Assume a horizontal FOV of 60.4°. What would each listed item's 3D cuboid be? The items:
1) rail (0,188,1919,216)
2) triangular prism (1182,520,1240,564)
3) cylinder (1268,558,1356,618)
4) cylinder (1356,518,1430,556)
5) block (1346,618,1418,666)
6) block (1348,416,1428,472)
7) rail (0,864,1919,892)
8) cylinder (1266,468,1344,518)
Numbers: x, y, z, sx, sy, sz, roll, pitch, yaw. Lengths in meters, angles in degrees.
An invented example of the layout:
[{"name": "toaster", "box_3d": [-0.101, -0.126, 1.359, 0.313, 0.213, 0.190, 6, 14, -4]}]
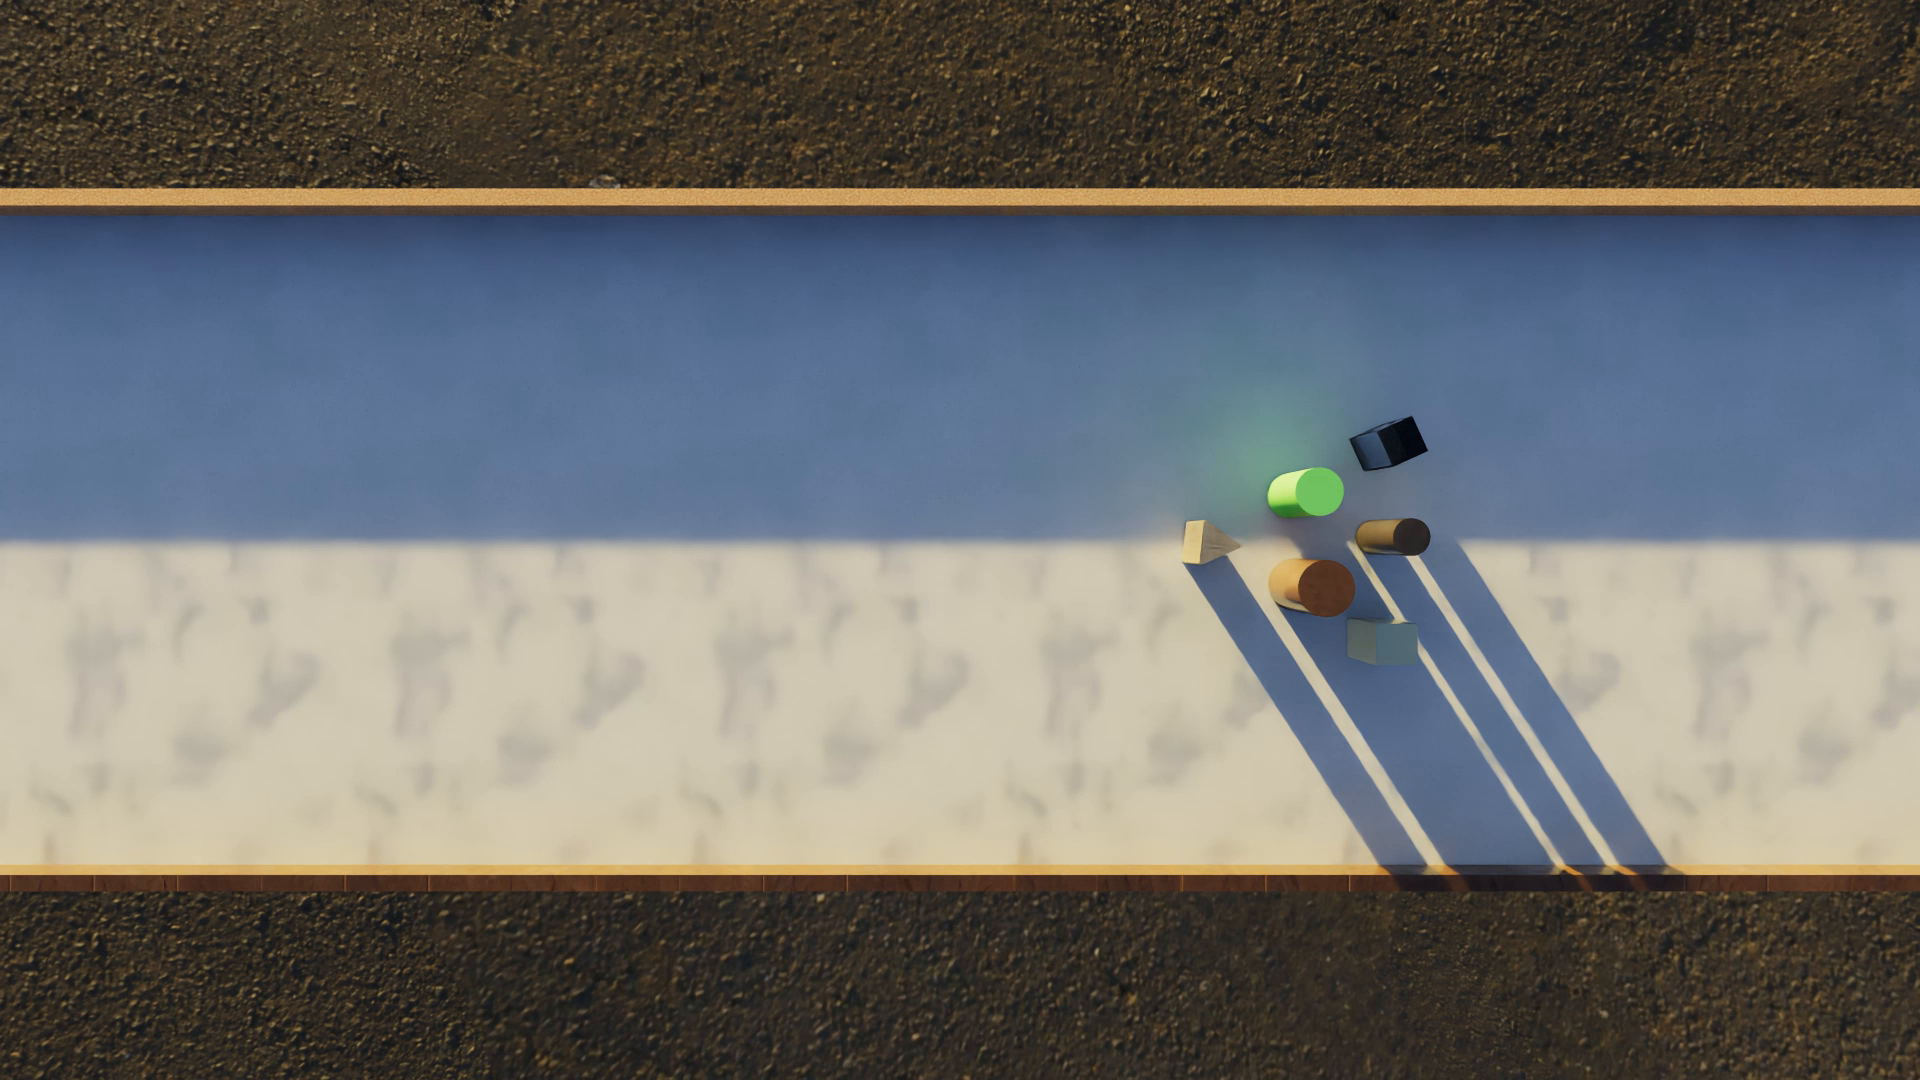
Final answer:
[{"name": "rail", "box_3d": [-2.247, -1.025, 5.002, 12.000, 0.150, 0.050, 0, 90, 0]}, {"name": "triangular prism", "box_3d": [0.721, -0.006, 4.892, 0.126, 0.369, 0.110, -24, 90, 0]}, {"name": "cylinder", "box_3d": [1.029, 0.137, 4.854, 0.162, 0.445, 0.162, 0, 90, 0]}, {"name": "cylinder", "box_3d": [1.271, -0.008, 4.858, 0.107, 0.437, 0.107, 0, 90, 0]}, {"name": "block", "box_3d": [1.251, 0.299, 4.899, 0.119, 0.355, 0.119, 0, 90, 0]}, {"name": "block", "box_3d": [1.271, -0.283, 4.906, 0.112, 0.341, 0.112, -24, 90, 0]}, {"name": "rail", "box_3d": [-2.247, 1.025, 5.001, 12.000, 0.150, 0.050, 0, 90, 0]}, {"name": "cylinder", "box_3d": [1.013, -0.136, 4.861, 0.137, 0.432, 0.137, 0, 90, 0]}]
